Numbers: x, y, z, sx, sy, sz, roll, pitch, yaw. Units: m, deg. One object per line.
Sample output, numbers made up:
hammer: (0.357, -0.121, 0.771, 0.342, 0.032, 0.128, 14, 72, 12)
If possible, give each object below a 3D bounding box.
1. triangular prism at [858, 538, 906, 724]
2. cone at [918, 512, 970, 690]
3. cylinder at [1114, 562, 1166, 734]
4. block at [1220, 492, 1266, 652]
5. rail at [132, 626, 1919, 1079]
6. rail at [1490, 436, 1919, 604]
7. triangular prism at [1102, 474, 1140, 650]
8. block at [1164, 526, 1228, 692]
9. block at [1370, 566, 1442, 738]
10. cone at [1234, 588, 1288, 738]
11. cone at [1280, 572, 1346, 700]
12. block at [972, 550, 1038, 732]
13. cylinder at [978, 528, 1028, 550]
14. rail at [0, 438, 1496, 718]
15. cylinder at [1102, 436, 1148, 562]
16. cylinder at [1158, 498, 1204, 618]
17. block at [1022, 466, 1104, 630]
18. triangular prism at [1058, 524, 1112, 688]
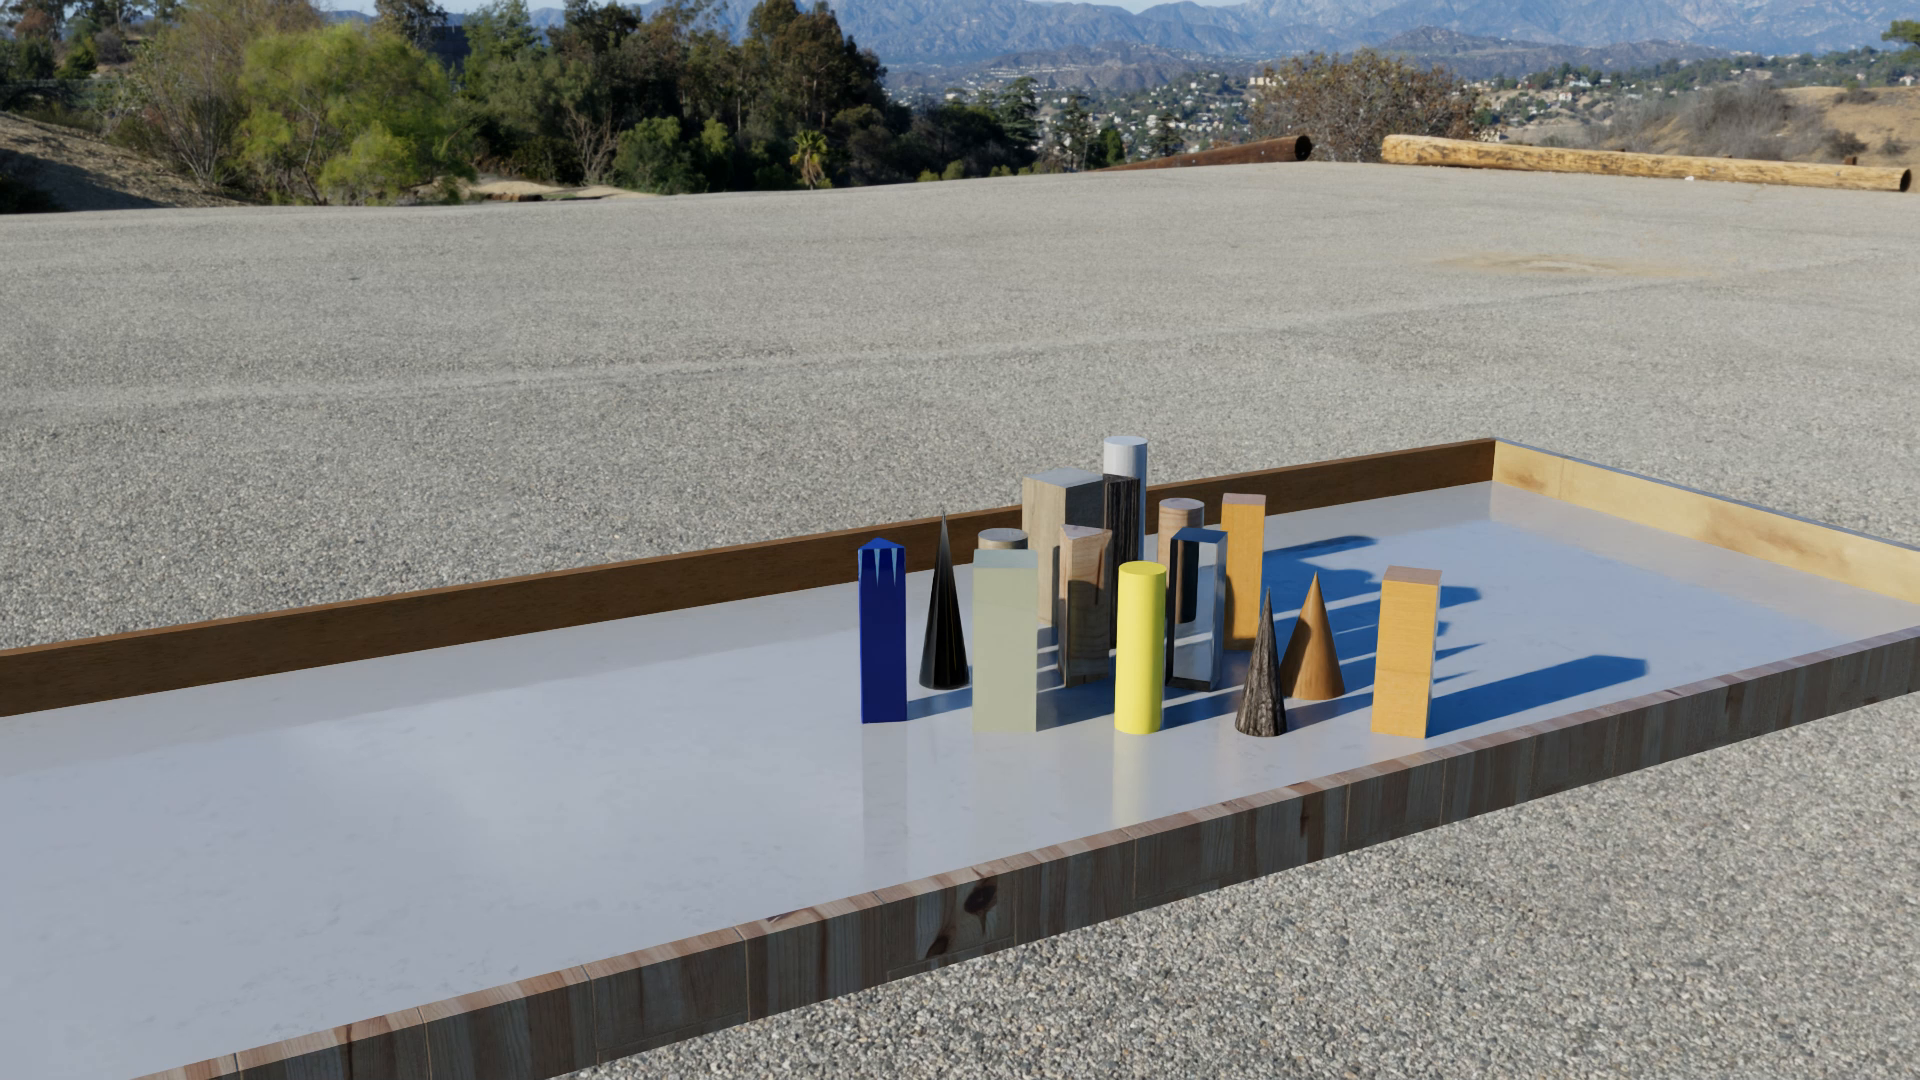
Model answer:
triangular prism: (-0.185, 0.212, 3.875, 0.106, 0.428, 0.092, -2, 17, -8)
cone: (-0.040, 0.136, 4.085, 0.130, 0.454, 0.130, 0, 16, 0)
cylinder: (0.417, 0.250, 3.819, 0.109, 0.387, 0.109, 0, 16, 0)
block: (0.741, 0.085, 4.358, 0.109, 0.399, 0.109, 3, 17, 11)
rail: (-2.336, 1.006, 1.665, 12.000, 0.150, 0.050, -9, 18, -27)
rail: (2.466, -0.048, 5.253, 0.050, 0.150, 2.100, -9, 18, -27)
triangular prism: (0.400, 0.055, 4.356, 0.106, 0.457, 0.092, -9, 18, -27)
block: (0.586, 0.172, 4.090, 0.115, 0.383, 0.115, 7, 18, 22)
block: (1.034, 0.258, 3.818, 0.121, 0.371, 0.121, 6, 17, 20)
cone: (0.705, 0.271, 3.815, 0.122, 0.348, 0.122, 0, 16, 0)
cone: (0.869, 0.221, 4.065, 0.176, 0.304, 0.176, 0, 16, 0)
block: (0.105, 0.234, 3.851, 0.147, 0.399, 0.147, 0, 16, 2)
cylinder: (0.113, 0.135, 4.346, 0.131, 0.310, 0.131, 0, 16, 0)
rail: (-3.305, 0.497, 3.399, 12.000, 0.150, 0.050, -9, 18, -27)
cylinder: (0.478, -0.074, 4.816, 0.126, 0.445, 0.126, 0, 16, 0)
cylinder: (0.615, 0.051, 4.616, 0.125, 0.318, 0.125, 0, 16, 0)
block: (0.292, 0.021, 4.567, 0.171, 0.403, 0.171, -13, 21, -38)
triangular prism: (0.288, 0.158, 4.133, 0.135, 0.385, 0.117, -11, 20, -34)
